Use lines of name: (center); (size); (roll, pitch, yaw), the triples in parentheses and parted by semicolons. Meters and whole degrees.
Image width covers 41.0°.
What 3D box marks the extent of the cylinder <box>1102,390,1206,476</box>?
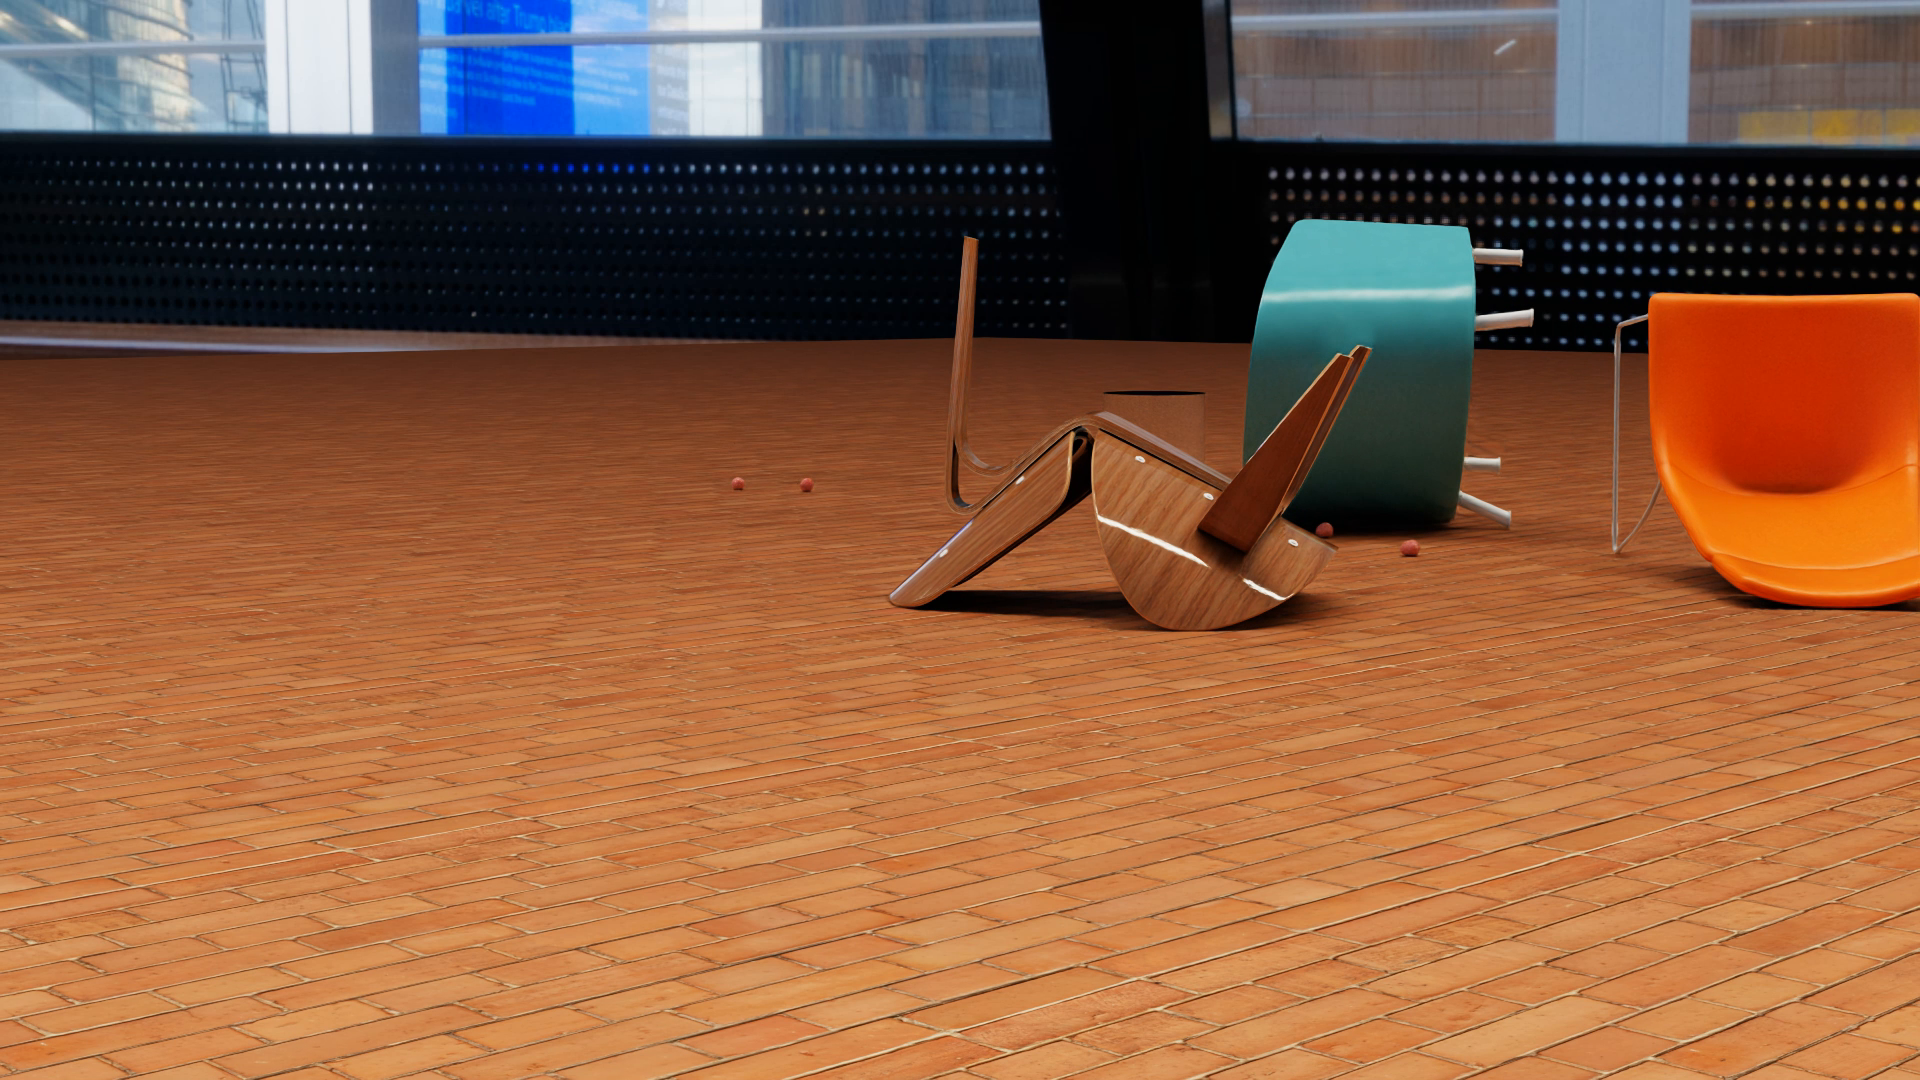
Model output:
cylinder: (0.650, -0.359, 8.590); (0.343, 0.267, 0.343); (4, 7, 32)
